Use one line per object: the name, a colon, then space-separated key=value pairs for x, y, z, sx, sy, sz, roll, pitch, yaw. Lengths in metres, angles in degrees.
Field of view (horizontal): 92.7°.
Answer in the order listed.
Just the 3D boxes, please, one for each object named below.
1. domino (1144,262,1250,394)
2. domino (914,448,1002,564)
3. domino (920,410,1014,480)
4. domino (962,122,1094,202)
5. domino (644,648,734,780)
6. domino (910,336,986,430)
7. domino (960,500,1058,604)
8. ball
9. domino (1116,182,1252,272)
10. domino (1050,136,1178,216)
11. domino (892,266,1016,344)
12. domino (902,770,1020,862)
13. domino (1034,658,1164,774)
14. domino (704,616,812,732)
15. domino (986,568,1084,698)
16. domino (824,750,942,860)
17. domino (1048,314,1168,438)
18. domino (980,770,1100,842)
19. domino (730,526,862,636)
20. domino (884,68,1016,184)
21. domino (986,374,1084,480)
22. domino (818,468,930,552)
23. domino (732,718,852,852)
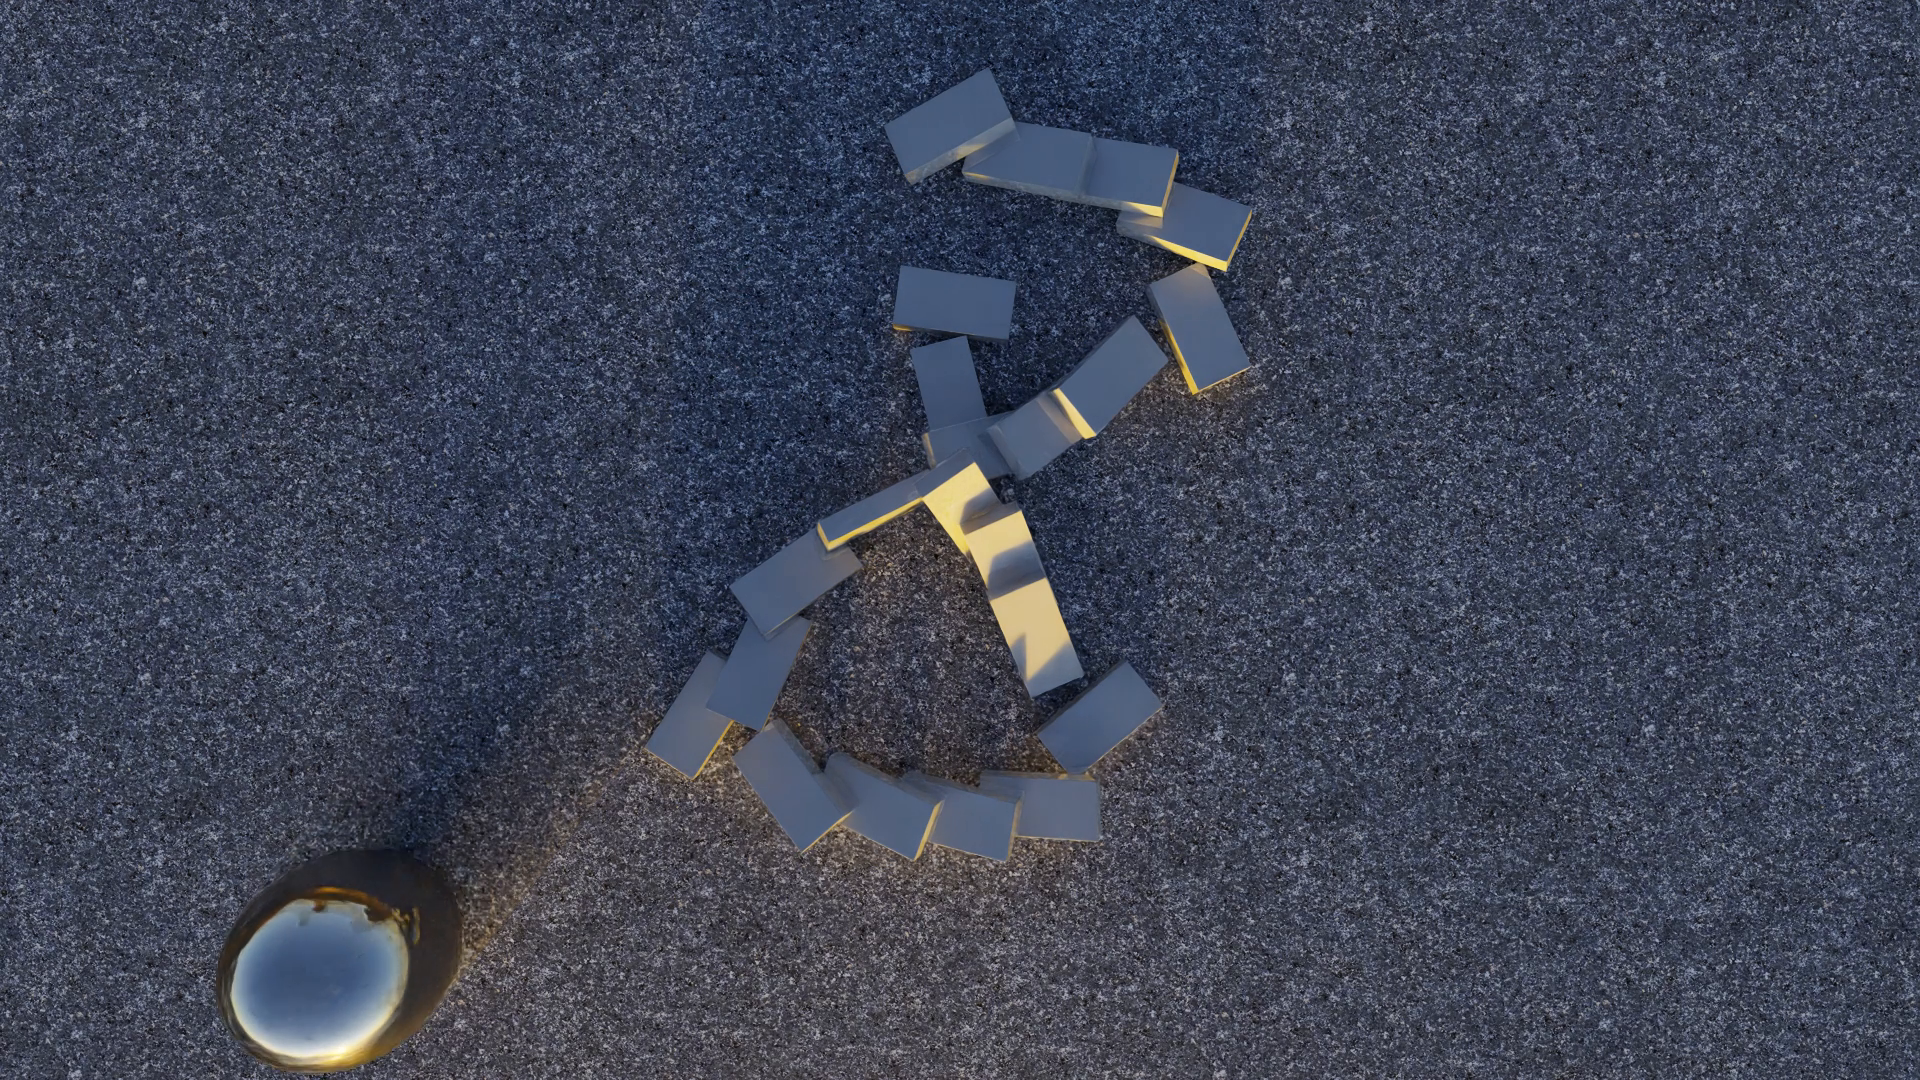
domino: x=0.102 y=-0.091 z=0.395 sx=0.025 sy=0.009 sz=0.050 roll=-25 pitch=90 yaw=0
domino: x=0.003 y=-0.013 z=0.378 sx=0.025 sy=0.050 sz=0.009 roll=-34 pitch=49 yaw=2
domino: x=0.011 y=-0.038 z=0.384 sx=0.050 sy=0.009 sz=0.025 roll=-16 pitch=91 yaw=-18
domino: x=0.028 y=-0.162 z=0.389 sx=0.050 sy=0.009 sz=0.025 roll=16 pitch=90 yaw=15
domino: x=-0.111 y=0.075 z=0.395 sx=0.025 sy=0.009 sz=0.050 roll=33 pitch=90 yaw=0
domino: x=-0.003 y=-0.060 z=0.395 sx=0.025 sy=0.009 sz=0.050 roll=-14 pitch=90 yaw=0
domino: x=0.021 y=0.011 z=0.383 sx=0.025 sy=0.009 sz=0.050 roll=-24 pitch=120 yaw=0
ball: x=-0.241 y=0.163 z=0.360 sx=0.080 sy=0.080 sz=0.080 roll=0 pitch=90 yaw=0
domino: x=0.095 y=-0.136 z=0.389 sx=0.050 sy=0.009 sz=0.025 roll=25 pitch=90 yaw=15
domino: x=0.064 y=-0.155 z=0.388 sx=0.050 sy=0.010 sz=0.025 roll=16 pitch=90 yaw=16
domino: x=-0.002 y=-0.101 z=0.395 sx=0.050 sy=0.009 sz=0.025 roll=8 pitch=90 yaw=0
domino: x=-0.001 y=0.117 z=0.388 sx=0.050 sy=0.010 sz=0.025 roll=10 pitch=92 yaw=15
domino: x=0.060 y=0.077 z=0.395 sx=0.050 sy=0.010 sz=0.025 roll=-40 pitch=90 yaw=0
domino: x=-0.085 y=0.053 z=0.388 sx=0.025 sy=0.009 sz=0.050 roll=24 pitch=74 yaw=-3
domino: x=0.032 y=0.040 z=0.386 sx=0.025 sy=0.009 sz=0.050 roll=-23 pitch=112 yaw=0
domino: x=-0.036 y=0.112 z=0.388 sx=0.050 sy=0.010 sz=0.025 roll=22 pitch=94 yaw=15
domino: x=0.063 y=-0.069 z=0.385 sx=0.050 sy=0.009 sz=0.025 roll=-45 pitch=103 yaw=-18
domino: x=0.034 y=0.112 z=0.389 sx=0.050 sy=0.009 sz=0.025 roll=-1 pitch=90 yaw=15
domino: x=-0.069 y=0.016 z=0.389 sx=0.050 sy=0.010 sz=0.025 roll=-36 pitch=88 yaw=-15
domino: x=-0.005 y=-0.175 z=0.388 sx=0.050 sy=0.010 sz=0.025 roll=-24 pitch=80 yaw=11
domino: x=0.038 y=-0.049 z=0.384 sx=0.050 sy=0.009 sz=0.025 roll=-37 pitch=99 yaw=-24
domino: x=-0.035 y=-0.012 z=0.382 sx=0.050 sy=0.025 sz=0.009 roll=-27 pitch=86 yaw=-13
domino: x=-0.072 y=0.104 z=0.388 sx=0.025 sy=0.010 sz=0.050 roll=-43 pitch=79 yaw=10
